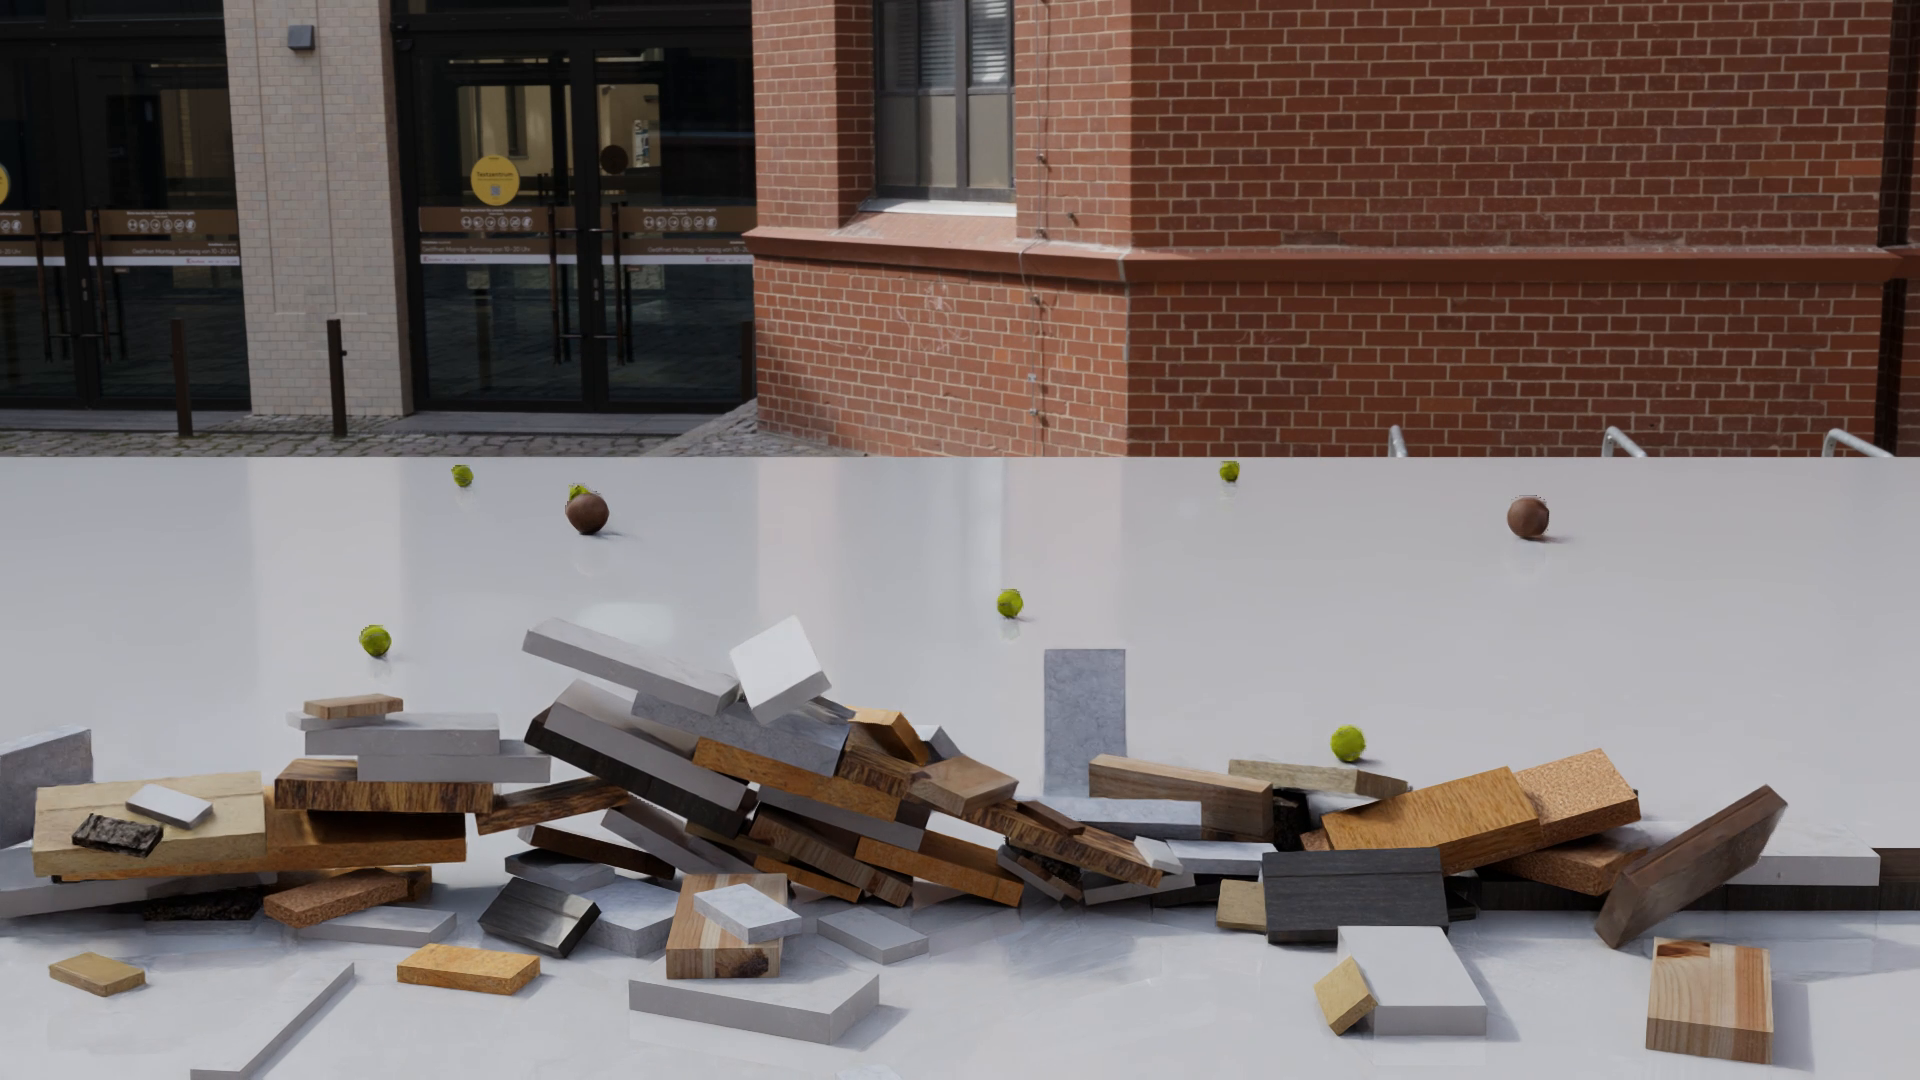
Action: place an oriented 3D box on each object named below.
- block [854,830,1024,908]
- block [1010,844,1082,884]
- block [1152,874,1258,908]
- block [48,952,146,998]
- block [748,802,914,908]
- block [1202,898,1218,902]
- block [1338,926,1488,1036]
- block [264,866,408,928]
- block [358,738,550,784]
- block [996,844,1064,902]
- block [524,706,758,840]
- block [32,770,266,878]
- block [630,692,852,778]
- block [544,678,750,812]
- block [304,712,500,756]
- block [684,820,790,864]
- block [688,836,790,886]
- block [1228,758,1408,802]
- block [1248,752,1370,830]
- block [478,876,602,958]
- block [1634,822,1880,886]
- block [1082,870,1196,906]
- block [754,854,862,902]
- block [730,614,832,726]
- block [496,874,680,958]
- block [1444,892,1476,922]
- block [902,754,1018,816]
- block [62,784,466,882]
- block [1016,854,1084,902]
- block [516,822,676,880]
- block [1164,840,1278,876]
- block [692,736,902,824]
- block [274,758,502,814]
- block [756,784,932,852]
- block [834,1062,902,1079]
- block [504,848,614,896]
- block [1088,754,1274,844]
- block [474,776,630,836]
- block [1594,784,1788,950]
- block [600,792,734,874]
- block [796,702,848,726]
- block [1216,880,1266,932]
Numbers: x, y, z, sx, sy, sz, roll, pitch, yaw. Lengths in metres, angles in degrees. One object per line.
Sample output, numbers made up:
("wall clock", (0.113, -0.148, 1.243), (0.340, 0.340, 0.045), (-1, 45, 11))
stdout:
("block", (-0.033, 0.530, 3.661), (0.279, 0.040, 0.139), (17, 10, -2))
("block", (0.140, 0.524, 3.639), (0.123, 0.017, 0.062), (29, 9, -8))
("block", (0.408, 0.567, 3.637), (0.182, 0.026, 0.091), (-9, 10, 6))
("block", (-1.291, 0.650, 3.291), (0.139, 0.020, 0.069), (7, 13, 35))
("block", (-0.211, 0.511, 3.655), (0.279, 0.040, 0.140), (26, 9, -5))
("block", (0.447, 0.580, 3.643), (0.096, 0.014, 0.048), (-8, 10, 6))
("block", (0.662, 0.646, 3.243), (0.157, 0.044, 0.314), (0, 11, 0))
("block", (-1.002, 0.573, 3.534), (0.100, 0.028, 0.200), (9, 15, 42))
("block", (-0.827, 0.361, 3.610), (0.302, 0.043, 0.151), (2, 5, -11))
("block", (0.117, 0.551, 3.650), (0.123, 0.017, 0.062), (32, 9, -5))
("block", (-0.523, 0.379, 3.648), (0.380, 0.043, 0.151), (25, 10, 2))
("block", (-1.290, 0.450, 3.509), (0.341, 0.048, 0.171), (-3, 30, -18))
("block", (-0.356, 0.295, 3.618), (0.340, 0.048, 0.170), (18, 10, 0))
("block", (-0.506, 0.337, 3.643), (0.340, 0.048, 0.170), (24, 9, -2))
("block", (-0.908, 0.316, 3.590), (0.302, 0.043, 0.151), (1, 6, -13))
("block", (-0.363, 0.487, 3.659), (0.178, 0.025, 0.089), (17, 9, -1))
("block", (-0.363, 0.533, 3.672), (0.178, 0.025, 0.089), (29, 10, -1))
("block", (0.609, 0.413, 3.760), (0.139, 0.039, 0.277), (16, -11, -41))
("block", (0.603, 0.478, 3.888), (0.301, 0.043, 0.150), (21, 38, 39))
("block", (-0.661, 0.592, 3.455), (0.188, 0.027, 0.094), (8, 48, 37))
("block", (1.317, 0.519, 3.647), (0.347, 0.049, 0.173), (0, 11, 2))
("block", (0.295, 0.561, 3.637), (0.182, 0.026, 0.091), (-11, 10, 4))
("block", (-0.248, 0.551, 3.659), (0.178, 0.025, 0.089), (18, 9, 3))
("block", (-0.292, 0.208, 3.552), (0.126, 0.036, 0.253), (-29, 23, -3))
("block", (-0.574, 0.591, 3.536), (0.324, 0.046, 0.162), (8, 13, 37))
("block", (0.747, 0.599, 3.561), (0.155, 0.022, 0.077), (-3, 11, -16))
("block", (0.003, 0.397, 3.568), (0.108, 0.030, 0.215), (22, 11, 22))
("block", (-1.132, 0.472, 3.609), (0.623, 0.048, 0.171), (-1, 30, -15))
("block", (0.149, 0.552, 3.649), (0.123, 0.017, 0.062), (32, 9, -3))
("block", (-0.605, 0.515, 3.670), (0.247, 0.035, 0.123), (18, -7, -20))
("block", (0.435, 0.524, 3.622), (0.182, 0.026, 0.091), (3, 11, -6))
("block", (-0.265, 0.372, 3.637), (0.340, 0.048, 0.170), (17, 10, -4))
("block", (-0.931, 0.403, 3.605), (0.341, 0.048, 0.171), (2, 5, -7))
("block", (-0.190, 0.439, 3.661), (0.279, 0.040, 0.140), (18, 10, 2))
("block", (-0.102, 0.727, 2.875), (0.073, 0.021, 0.146), (-5, 12, -25))
("block", (-0.658, 0.542, 3.610), (0.176, 0.025, 0.088), (9, 14, 41))
("block", (0.382, 0.478, 3.808), (0.328, 0.164, 0.047), (6, 20, 31))
("block", (-0.678, 0.434, 3.643), (0.247, 0.035, 0.123), (-11, 7, -13))
("block", (1.142, 0.510, 3.438), (0.320, 0.160, 0.045), (-23, 53, -24))
("block", (-0.473, 0.506, 3.677), (0.247, 0.035, 0.123), (29, 8, -1))
("block", (-0.239, 0.286, 3.691), (0.098, 0.014, 0.049), (23, 10, 33))
("block", (0.488, 0.586, 3.509), (0.149, 0.021, 0.075), (3, 54, 15))
